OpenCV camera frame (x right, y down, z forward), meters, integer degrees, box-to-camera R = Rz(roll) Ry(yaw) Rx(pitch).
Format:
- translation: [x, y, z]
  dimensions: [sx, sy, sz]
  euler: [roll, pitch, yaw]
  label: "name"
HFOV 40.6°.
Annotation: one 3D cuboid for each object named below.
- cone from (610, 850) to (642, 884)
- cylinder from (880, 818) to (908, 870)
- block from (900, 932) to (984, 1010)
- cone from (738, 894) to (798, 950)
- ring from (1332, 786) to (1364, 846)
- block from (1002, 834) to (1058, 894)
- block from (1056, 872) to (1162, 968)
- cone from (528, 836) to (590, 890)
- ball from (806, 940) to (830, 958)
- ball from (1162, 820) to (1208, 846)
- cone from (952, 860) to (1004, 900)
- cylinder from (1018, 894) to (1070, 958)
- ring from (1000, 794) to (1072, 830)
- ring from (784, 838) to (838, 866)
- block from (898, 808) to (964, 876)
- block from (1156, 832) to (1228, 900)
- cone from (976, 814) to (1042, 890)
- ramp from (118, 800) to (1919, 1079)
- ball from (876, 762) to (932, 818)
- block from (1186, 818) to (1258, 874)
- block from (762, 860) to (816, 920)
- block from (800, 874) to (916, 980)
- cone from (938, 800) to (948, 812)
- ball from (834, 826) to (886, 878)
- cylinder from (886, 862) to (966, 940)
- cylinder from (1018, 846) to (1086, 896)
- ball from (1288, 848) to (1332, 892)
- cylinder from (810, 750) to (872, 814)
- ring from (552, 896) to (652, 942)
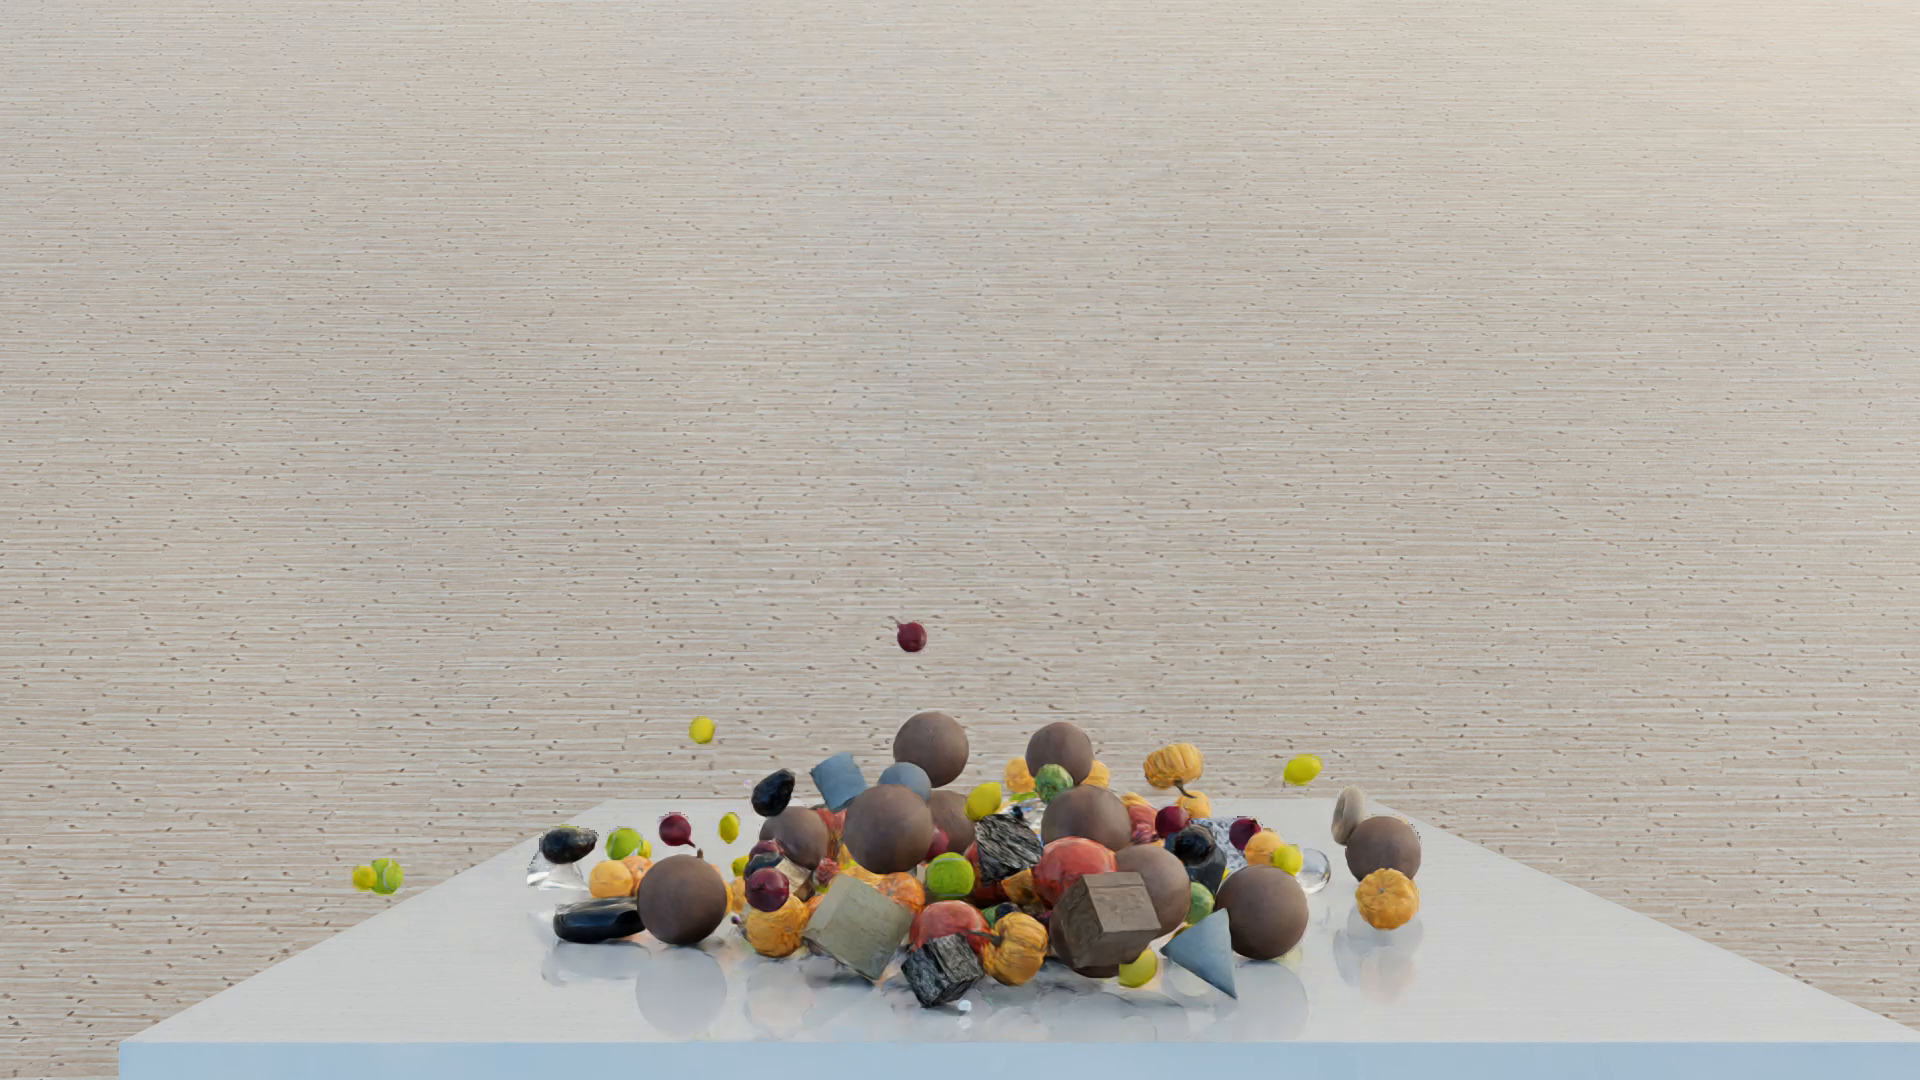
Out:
- translation: [-0.574, 0.565, 4.533]
  dimensions: [0.057, 0.057, 0.057]
  euler: [18, -3, 1]
  label: "cone"
- translation: [-0.099, 0.573, 4.913]
  dimensions: [0.092, 0.092, 0.092]
  euler: [9, 0, 13]
  label: "cylinder"
- translation: [-0.021, 0.515, 3.105]
  dimensions: [0.060, 0.060, 0.060]
  euler: [-5, 56, -47]
  label: "block"
- translation: [-0.273, 0.560, 3.720]
  dimensions: [0.085, 0.085, 0.085]
  euler: [1, 61, -2]
  label: "cone"
- translation: [0.680, 0.483, 4.549]
  dimensions: [0.035, 0.106, 0.106]
  euler: [14, 35, -3]
  label: "ring"
- translation: [0.111, 0.559, 4.476]
  dimensions: [0.091, 0.091, 0.091]
  euler: [1, -2, -19]
  label: "block"
- translation: [0.178, 0.456, 3.122]
  dimensions: [0.080, 0.080, 0.080]
  euler: [1, 50, -28]
  label: "block"
- translation: [-0.661, 0.566, 4.378]
  dimensions: [0.096, 0.096, 0.096]
  euler: [37, 26, -25]
  label: "cone"
- translation: [-0.187, 0.548, 3.576]
  dimensions: [0.053, 0.053, 0.053]
  euler: [0, 35, 0]
  label: "ball"
- translation: [0.413, 0.554, 4.745]
  dimensions: [0.085, 0.085, 0.085]
  euler: [0, 35, 0]
  label: "ball"
- translation: [0.019, 0.550, 4.255]
  dimensions: [0.078, 0.078, 0.078]
  euler: [4, 29, -32]
  label: "cone"
- translation: [0.138, 0.531, 3.576]
  dimensions: [0.082, 0.082, 0.082]
  euler: [2, 28, -39]
  label: "cylinder"
- translation: [0.122, 0.444, 4.216]
  dimensions: [0.123, 0.123, 0.041]
  euler: [-10, 77, -14]
  label: "ring"
- translation: [-0.274, 0.601, 5.004]
  dimensions: [0.131, 0.044, 0.131]
  euler: [-1, -1, 0]
  label: "ring"
- translation: [-0.053, 0.546, 4.702]
  dimensions: [0.085, 0.085, 0.085]
  euler: [11, 49, -24]
  label: "block"
- translation: [0.357, 0.502, 4.003]
  dimensions: [0.072, 0.072, 0.072]
  euler: [1, 59, 37]
  label: "block"
- translation: [0.044, 0.406, 3.242]
  dimensions: [0.090, 0.090, 0.090]
  euler: [18, 35, -13]
  label: "cone"
- translation: [0.078, 0.667, 4.845]
  dimensions: [2.000, 0.100, 4.000]
  euler: [0, -2, 0]
  label: "ramp"
- translation: [-0.086, 0.386, 4.008]
  dimensions: [0.086, 0.086, 0.086]
  euler: [0, 35, 0]
  label: "ball"
- translation: [0.487, 0.568, 4.835]
  dimensions: [0.096, 0.096, 0.096]
  euler: [1, -2, -25]
  label: "block"
- translation: [-0.241, 0.494, 3.674]
  dimensions: [0.051, 0.051, 0.051]
  euler: [20, 45, 26]
  label: "block"
- translation: [-0.132, 0.500, 3.362]
  dimensions: [0.095, 0.095, 0.095]
  euler: [35, 78, -11]
  label: "block"
- translation: [-0.039, 0.606, 5.693]
  dimensions: [0.077, 0.077, 0.077]
  euler: [0, -2, 0]
  label: "cone"
- translation: [-0.163, 0.514, 4.280]
  dimensions: [0.086, 0.086, 0.086]
  euler: [0, 35, 0]
  label: "ball"
- translation: [-0.051, 0.515, 3.701]
  dimensions: [0.085, 0.085, 0.085]
  euler: [32, 32, -16]
  label: "cylinder"
- translation: [0.155, 0.560, 4.395]
  dimensions: [0.083, 0.083, 0.083]
  euler: [1, 32, -25]
  label: "cylinder"
- translation: [0.598, 0.566, 4.447]
  dimensions: [0.075, 0.075, 0.075]
  euler: [0, 35, 0]
  label: "ball"
- translation: [-0.205, 0.414, 4.440]
  dimensions: [0.078, 0.078, 0.078]
  euler: [-22, 75, -28]
  label: "cylinder"
- translation: [-0.522, 0.553, 3.796]
  dimensions: [0.146, 0.049, 0.146]
  euler: [-6, 0, 0]
  label: "ring"
